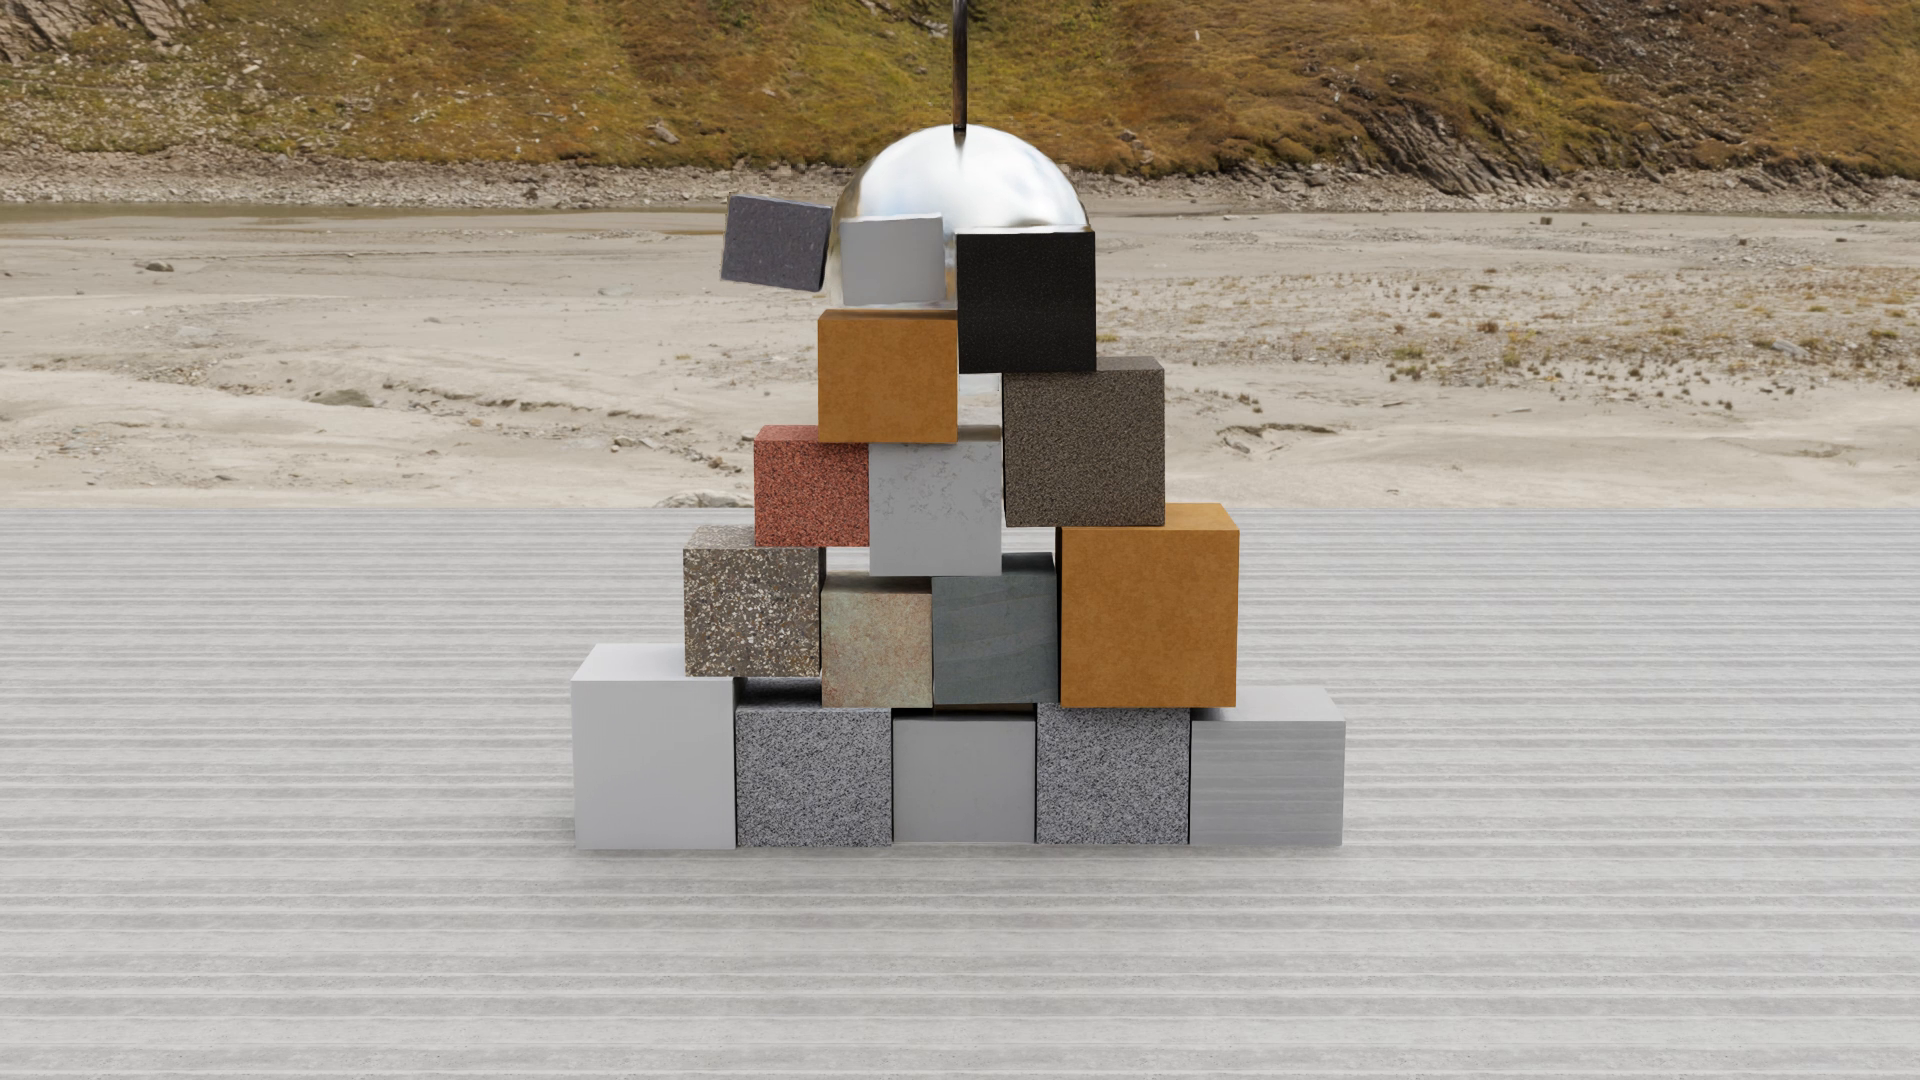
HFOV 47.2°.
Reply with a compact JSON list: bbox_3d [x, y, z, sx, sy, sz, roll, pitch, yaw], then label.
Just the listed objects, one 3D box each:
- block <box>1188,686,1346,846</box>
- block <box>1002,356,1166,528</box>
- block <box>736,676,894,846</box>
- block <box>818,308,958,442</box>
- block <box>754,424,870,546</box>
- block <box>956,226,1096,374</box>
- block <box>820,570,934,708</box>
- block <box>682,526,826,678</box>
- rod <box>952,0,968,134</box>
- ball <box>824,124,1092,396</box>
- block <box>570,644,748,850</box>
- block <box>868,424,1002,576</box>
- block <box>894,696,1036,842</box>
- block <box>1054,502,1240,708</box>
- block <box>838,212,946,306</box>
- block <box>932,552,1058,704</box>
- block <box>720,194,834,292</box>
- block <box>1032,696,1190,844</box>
[{"bbox_3d":[1.543,1.158,11.391,0.769,0.647,0.723,0,10,0],"label":"block"},{"bbox_3d":[0.612,-0.506,11.101,0.784,0.768,0.680,-1,10,0],"label":"block"},{"bbox_3d":[-0.732,1.132,11.382,0.772,0.700,0.758,0,10,0],"label":"block"},{"bbox_3d":[-0.351,-0.832,11.034,0.678,0.597,0.705,0,10,0],"label":"block"},{"bbox_3d":[-0.732,-0.281,11.145,0.567,0.531,0.595,0,10,0],"label":"block"},{"bbox_3d":[0.322,-1.205,10.955,0.669,0.671,0.694,-1,10,0],"label":"block"},{"bbox_3d":[-0.415,0.498,11.290,0.553,0.580,0.636,0,10,0],"label":"block"},{"bbox_3d":[-1.033,0.302,11.225,0.666,0.647,0.682,0,10,0],"label":"block"},{"bbox_3d":[0.000,-4.577,11.262,0.080,5.200,0.080,0,31,0],"label":"rod"},{"bbox_3d":[0.000,-1.649,12.989,1.600,1.600,1.600,0,10,0],"label":"ball"},{"bbox_3d":[-1.528,1.051,11.351,0.799,0.872,0.816,0,10,0],"label":"block"},{"bbox_3d":[-0.121,-0.210,11.160,0.652,0.669,0.663,0,10,0],"label":"block"},{"bbox_3d":[0.021,1.165,11.398,0.713,0.630,0.631,0,10,0],"label":"block"},{"bbox_3d":[0.934,0.317,11.225,0.866,0.892,0.822,0,10,0],"label":"block"},{"bbox_3d":[-0.333,-1.397,10.922,0.502,0.406,0.473,-3,11,-1],"label":"block"},{"bbox_3d":[0.175,0.442,11.249,0.619,0.646,0.638,-1,10,0],"label":"block"},{"bbox_3d":[-0.904,-1.479,10.919,0.480,0.409,0.420,8,10,-2],"label":"block"},{"bbox_3d":[0.768,1.112,11.398,0.761,0.734,0.719,0,10,0],"label":"block"}]
